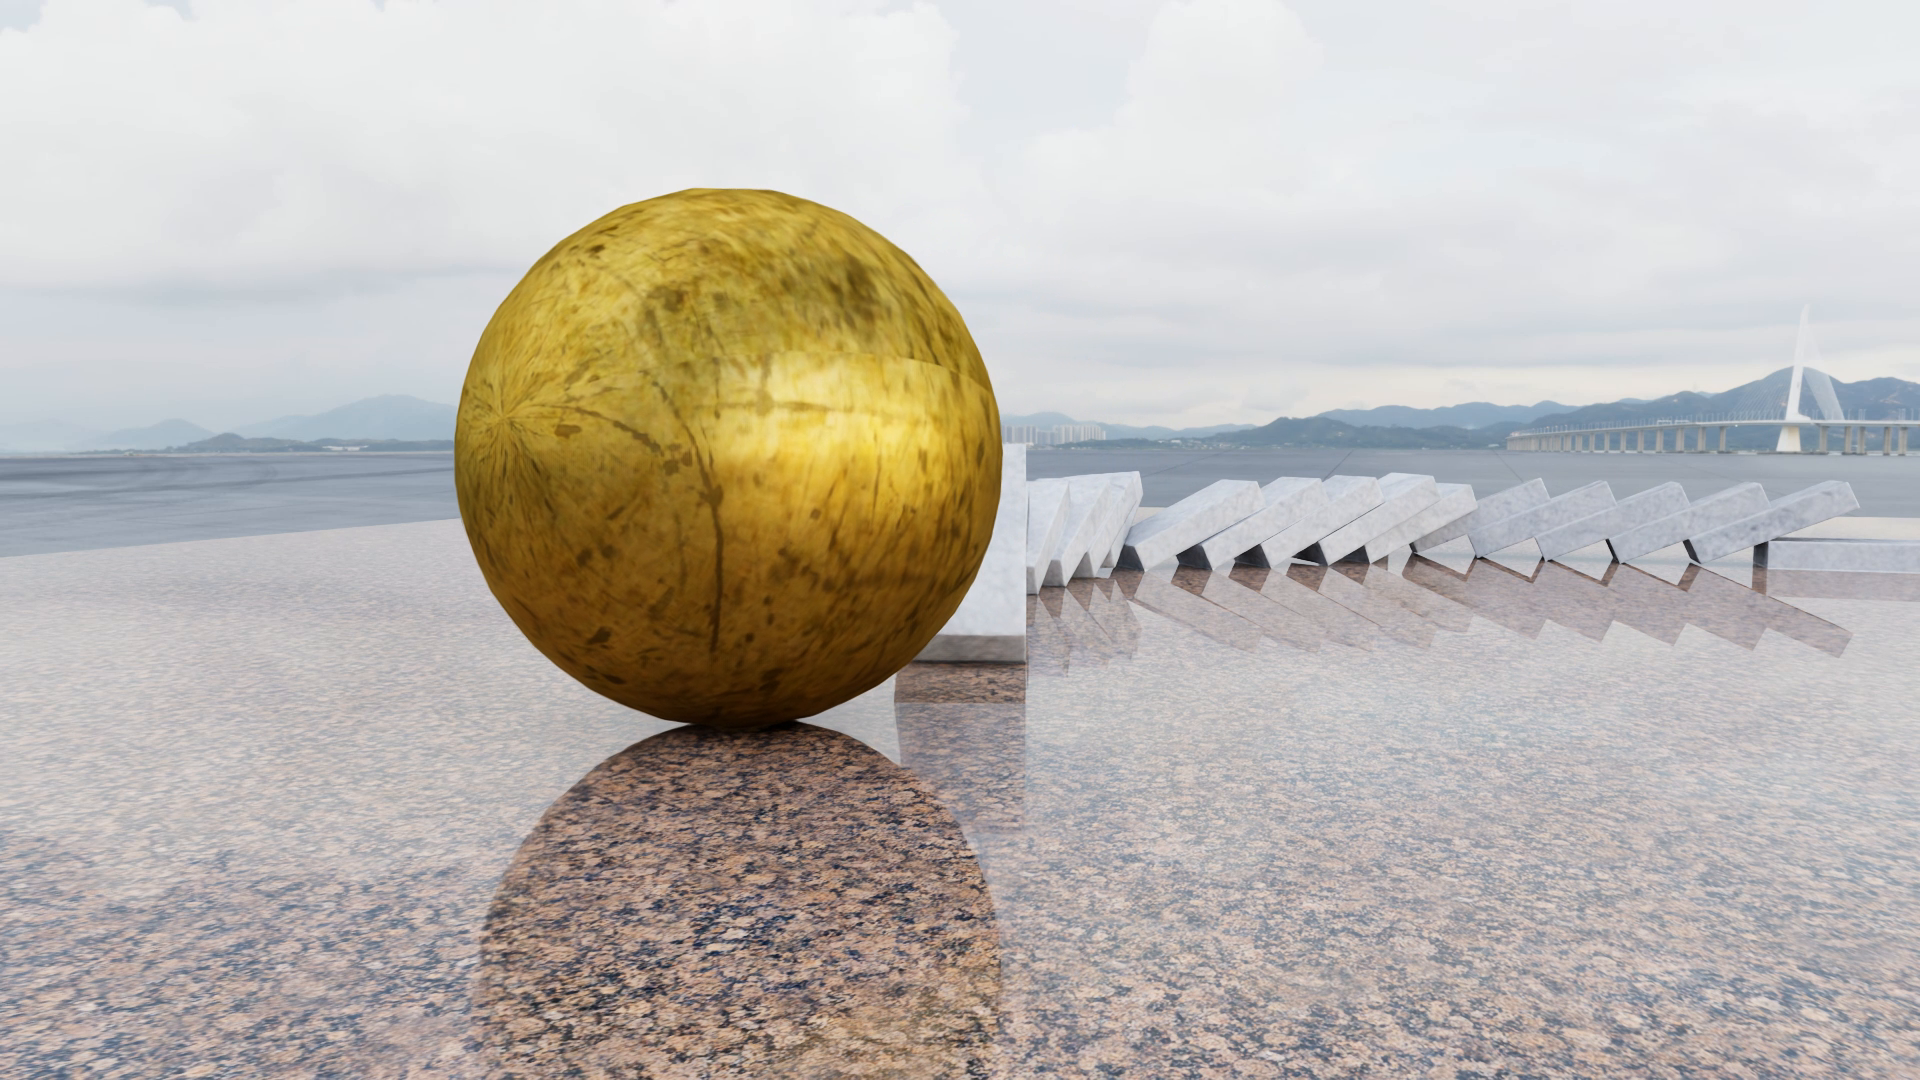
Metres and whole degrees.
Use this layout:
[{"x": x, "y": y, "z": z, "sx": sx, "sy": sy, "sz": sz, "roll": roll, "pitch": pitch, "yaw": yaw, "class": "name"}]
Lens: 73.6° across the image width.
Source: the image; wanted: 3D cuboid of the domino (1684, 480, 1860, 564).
[{"x": 0.281, "y": -0.006, "z": 0.448, "sx": 0.050, "sy": 0.009, "sz": 0.025, "roll": -24, "pitch": -5, "yaw": 22, "class": "domino"}]

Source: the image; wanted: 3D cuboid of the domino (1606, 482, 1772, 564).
[{"x": 0.259, "y": -0.006, "z": 0.458, "sx": 0.050, "sy": 0.009, "sz": 0.025, "roll": -24, "pitch": -5, "yaw": 22, "class": "domino"}]

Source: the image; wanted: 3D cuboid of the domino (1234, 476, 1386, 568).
[{"x": 0.122, "y": -0.007, "z": 0.455, "sx": 0.050, "sy": 0.009, "sz": 0.025, "roll": -29, "pitch": 12, "yaw": -13, "class": "domino"}]

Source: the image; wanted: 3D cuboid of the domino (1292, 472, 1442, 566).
[{"x": 0.144, "y": -0.008, "z": 0.461, "sx": 0.050, "sy": 0.009, "sz": 0.025, "roll": -28, "pitch": 12, "yaw": -11, "class": "domino"}]

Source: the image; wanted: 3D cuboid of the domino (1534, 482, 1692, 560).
[{"x": 0.237, "y": -0.007, "z": 0.468, "sx": 0.050, "sy": 0.009, "sz": 0.025, "roll": -24, "pitch": -5, "yaw": 22, "class": "domino"}]

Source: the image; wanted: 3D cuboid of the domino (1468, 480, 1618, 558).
[{"x": 0.215, "y": -0.008, "z": 0.477, "sx": 0.050, "sy": 0.009, "sz": 0.025, "roll": -24, "pitch": -5, "yaw": 20, "class": "domino"}]

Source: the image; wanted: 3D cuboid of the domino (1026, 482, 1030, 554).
[{"x": 0.006, "y": 0.000, "z": 0.362, "sx": 0.025, "sy": 0.009, "sz": 0.050, "roll": 0, "pitch": 31, "yaw": 5, "class": "domino"}]

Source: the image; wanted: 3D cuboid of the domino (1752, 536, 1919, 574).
[{"x": 0.303, "y": 0.005, "z": 0.439, "sx": 0.050, "sy": 0.009, "sz": 0.025, "roll": 2, "pitch": 5, "yaw": 22, "class": "domino"}]

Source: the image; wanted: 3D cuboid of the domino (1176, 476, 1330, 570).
[{"x": 0.101, "y": -0.006, "z": 0.449, "sx": 0.050, "sy": 0.009, "sz": 0.025, "roll": -28, "pitch": 12, "yaw": -13, "class": "domino"}]

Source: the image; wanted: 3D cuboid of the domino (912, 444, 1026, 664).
[{"x": 0.001, "y": 0.002, "z": 0.262, "sx": 0.025, "sy": 0.050, "sz": 0.009, "roll": 0, "pitch": -40, "yaw": 3, "class": "domino"}]

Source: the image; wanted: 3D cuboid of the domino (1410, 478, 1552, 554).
[{"x": 0.195, "y": -0.009, "z": 0.487, "sx": 0.050, "sy": 0.009, "sz": 0.025, "roll": -23, "pitch": -5, "yaw": 14, "class": "domino"}]

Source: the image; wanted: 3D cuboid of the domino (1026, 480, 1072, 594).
[{"x": 0.016, "y": -0.002, "z": 0.383, "sx": 0.025, "sy": 0.010, "sz": 0.050, "roll": 1, "pitch": 31, "yaw": 17, "class": "domino"}]

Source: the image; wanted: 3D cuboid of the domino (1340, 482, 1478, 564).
[{"x": 0.162, "y": -0.007, "z": 0.474, "sx": 0.050, "sy": 0.009, "sz": 0.025, "roll": -25, "pitch": 11, "yaw": -16, "class": "domino"}]

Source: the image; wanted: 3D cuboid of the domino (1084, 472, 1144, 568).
[{"x": 0.046, "y": -0.007, "z": 0.444, "sx": 0.025, "sy": 0.009, "sz": 0.050, "roll": -3, "pitch": 29, "yaw": 22, "class": "domino"}]

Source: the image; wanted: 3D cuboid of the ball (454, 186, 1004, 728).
[{"x": -0.033, "y": -0.012, "z": 0.194, "sx": 0.080, "sy": 0.080, "sz": 0.080, "roll": 0, "pitch": 4, "yaw": 0, "class": "ball"}]

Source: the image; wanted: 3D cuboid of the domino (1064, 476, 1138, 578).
[{"x": 0.039, "y": -0.005, "z": 0.423, "sx": 0.025, "sy": 0.009, "sz": 0.050, "roll": 0, "pitch": 31, "yaw": 26, "class": "domino"}]

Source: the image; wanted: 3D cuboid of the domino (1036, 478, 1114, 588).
[{"x": 0.028, "y": -0.003, "z": 0.403, "sx": 0.025, "sy": 0.009, "sz": 0.050, "roll": 2, "pitch": 31, "yaw": 25, "class": "domino"}]

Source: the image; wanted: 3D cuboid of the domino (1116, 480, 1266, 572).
[{"x": 0.078, "y": -0.006, "z": 0.445, "sx": 0.050, "sy": 0.009, "sz": 0.025, "roll": -27, "pitch": 11, "yaw": -13, "class": "domino"}]
